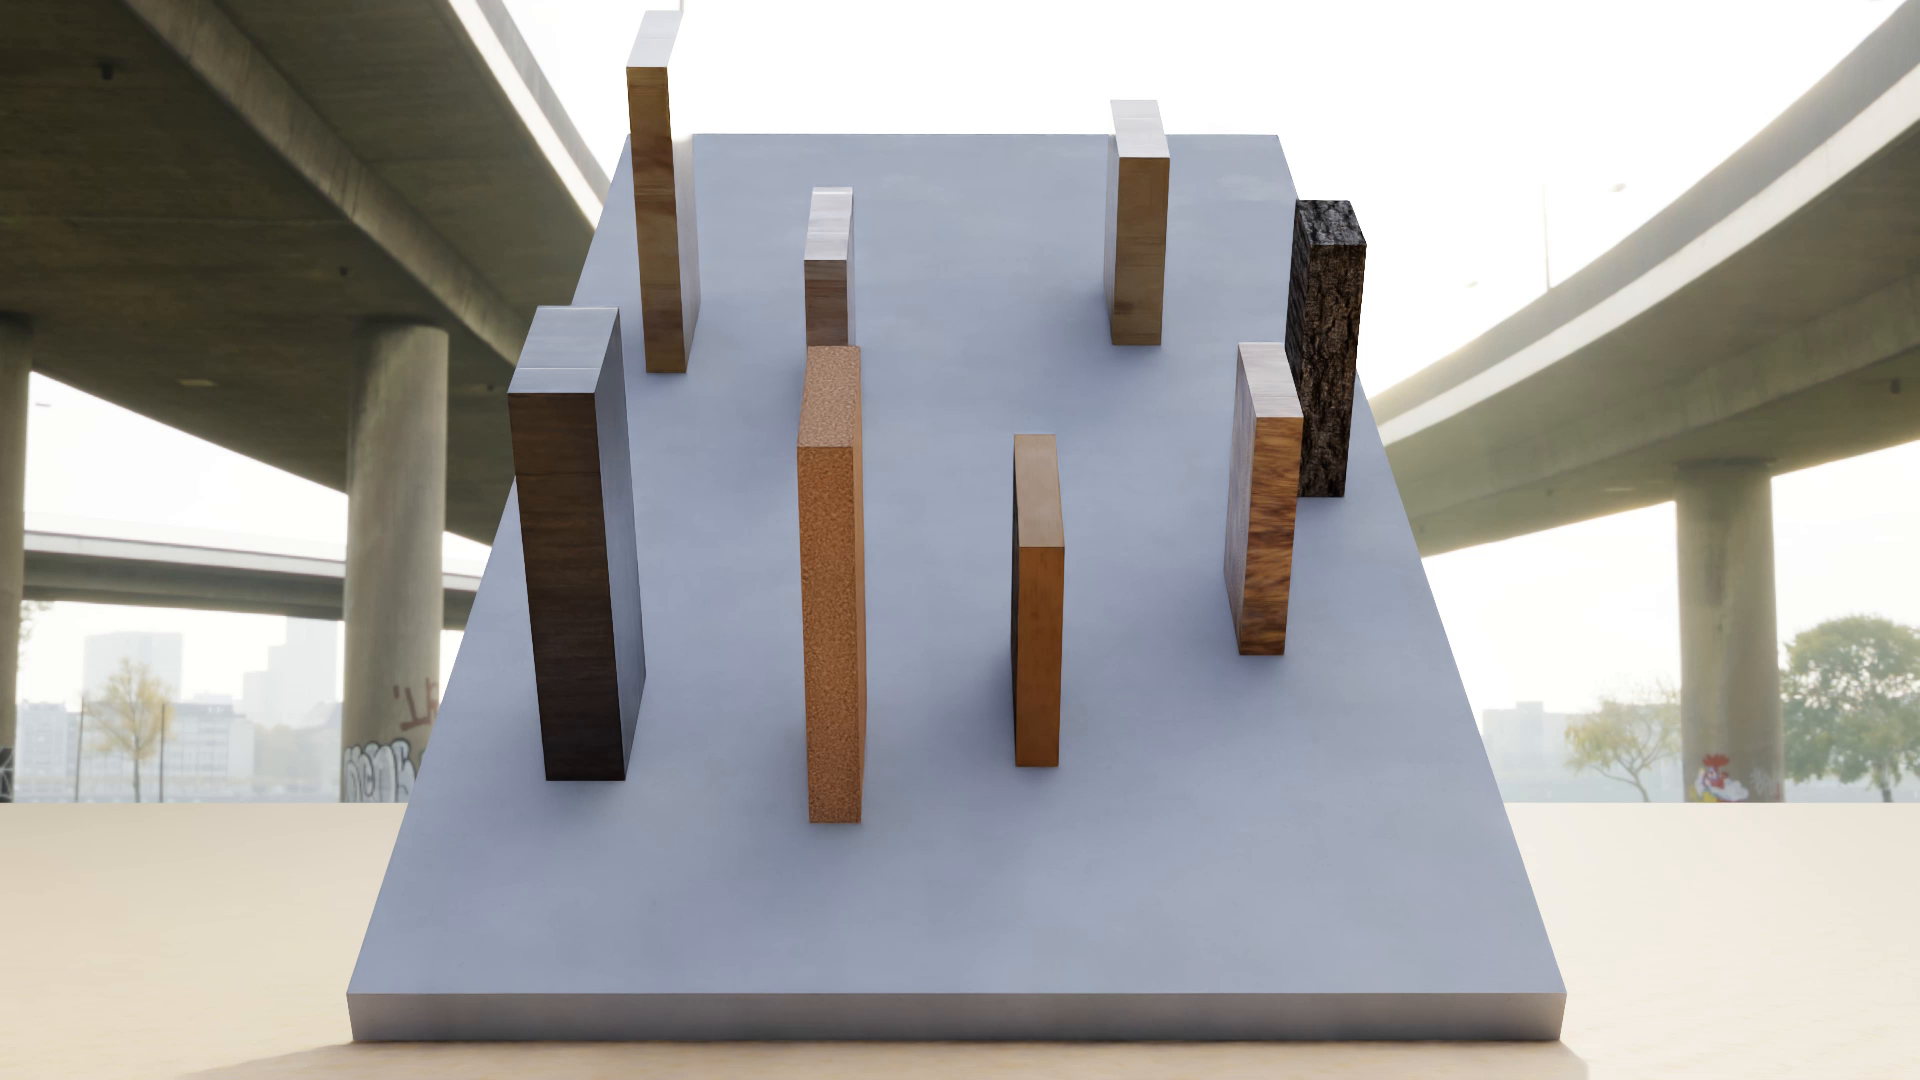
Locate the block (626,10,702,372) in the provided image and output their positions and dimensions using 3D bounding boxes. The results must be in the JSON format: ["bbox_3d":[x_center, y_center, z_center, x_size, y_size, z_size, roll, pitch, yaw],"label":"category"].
[{"bbox_3d":[-0.725,-0.858,5.947,0.097,0.784,0.425,0,30,0],"label":"block"}]

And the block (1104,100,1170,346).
[{"bbox_3d":[0.446,-0.813,6.158,0.123,0.503,0.414,0,30,0],"label":"block"}]

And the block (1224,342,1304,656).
[{"bbox_3d":[0.606,-0.083,4.856,0.089,0.535,0.331,0,30,0],"label":"block"}]

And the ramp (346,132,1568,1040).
[{"bbox_3d":[-0.013,-0.211,5.711,2.000,0.100,4.000,0,30,0],"label":"ramp"}]

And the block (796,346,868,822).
[{"bbox_3d":[-0.225,0.082,4.331,0.093,0.766,0.387,0,30,0],"label":"block"}]

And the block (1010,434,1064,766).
[{"bbox_3d":[0.144,0.110,4.577,0.080,0.475,0.432,0,30,0],"label":"block"}]

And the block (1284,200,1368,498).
[{"bbox_3d":[0.802,-0.425,5.375,0.121,0.611,0.257,0,30,0],"label":"block"}]

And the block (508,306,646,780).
[{"bbox_3d":[-0.692,0.010,4.419,0.146,0.800,0.354,0,30,0],"label":"block"}]

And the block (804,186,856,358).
[{"bbox_3d":[-0.310,-0.574,5.824,0.097,0.415,0.448,0,30,0],"label":"block"}]
